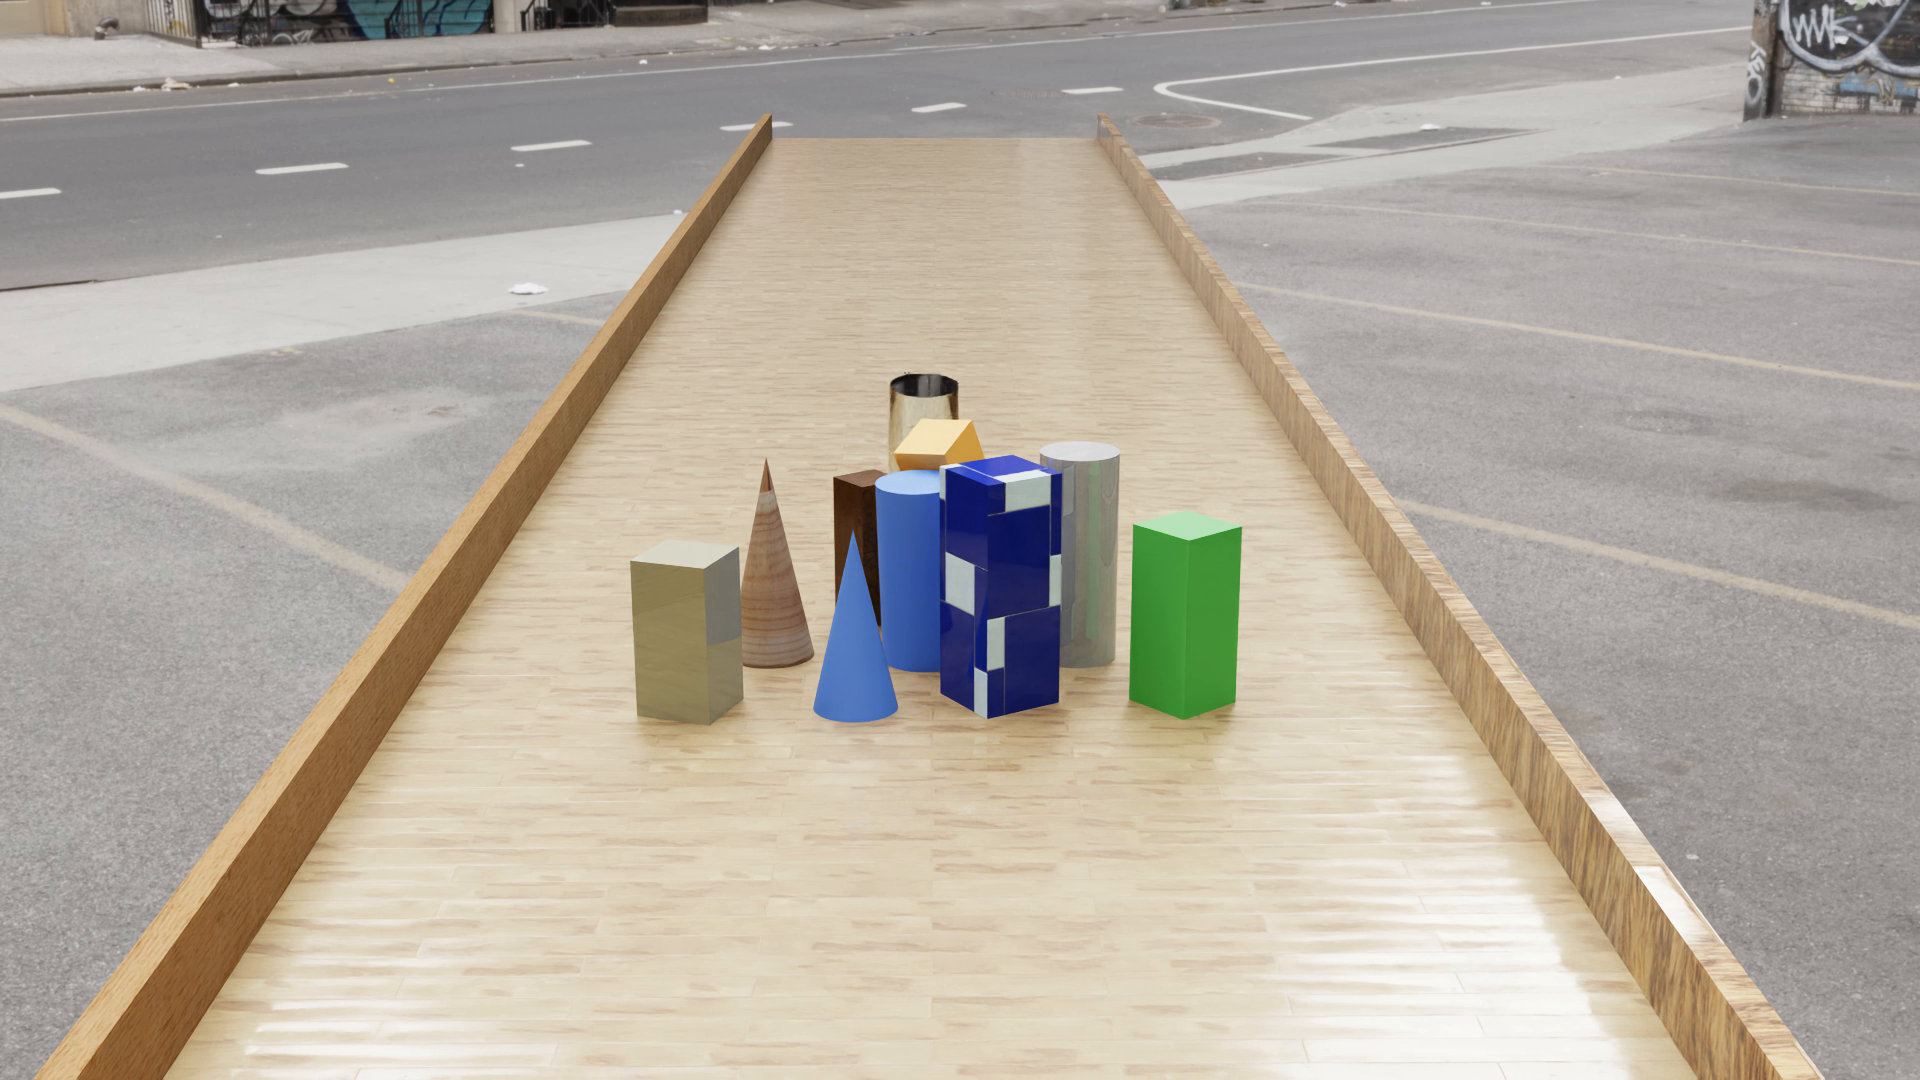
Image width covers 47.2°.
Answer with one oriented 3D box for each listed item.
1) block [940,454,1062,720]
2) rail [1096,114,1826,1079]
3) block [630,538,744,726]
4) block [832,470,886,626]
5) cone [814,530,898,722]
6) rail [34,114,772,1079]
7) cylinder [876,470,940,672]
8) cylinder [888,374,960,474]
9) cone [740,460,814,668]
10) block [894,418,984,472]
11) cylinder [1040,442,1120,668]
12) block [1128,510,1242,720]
[{"bbox_3d":[0.075,0.086,4.146,0.164,0.451,0.164,-10,19,-31],"label":"block"},{"bbox_3d":[0.932,-0.844,7.801,0.050,0.150,12.000,0,17,-1],"label":"rail"},{"bbox_3d":[-0.509,0.171,4.119,0.150,0.304,0.150,6,18,19],"label":"block"},{"bbox_3d":[-0.191,0.019,4.622,0.105,0.309,0.105,-12,21,-36],"label":"block"},{"bbox_3d":[-0.198,0.148,4.113,0.161,0.351,0.161,0,17,0],"label":"cone"},{"bbox_3d":[-1.118,-0.838,7.780,0.050,0.150,12.000,0,17,-1],"label":"rail"},{"bbox_3d":[-0.075,0.060,4.371,0.172,0.366,0.172,-2,18,1],"label":"cylinder"},{"bbox_3d":[-0.082,-0.127,4.830,0.150,0.453,0.150,1,24,-1],"label":"cylinder"},{"bbox_3d":[-0.382,0.032,4.391,0.175,0.414,0.175,0,17,0],"label":"cone"},{"bbox_3d":[0.008,-0.035,4.540,0.121,0.435,0.121,3,39,32],"label":"block"},{"bbox_3d":[0.236,0.029,4.385,0.159,0.425,0.159,0,17,0],"label":"cylinder"},{"bbox_3d":[0.424,0.139,4.146,0.143,0.349,0.143,-14,21,-39],"label":"block"}]
